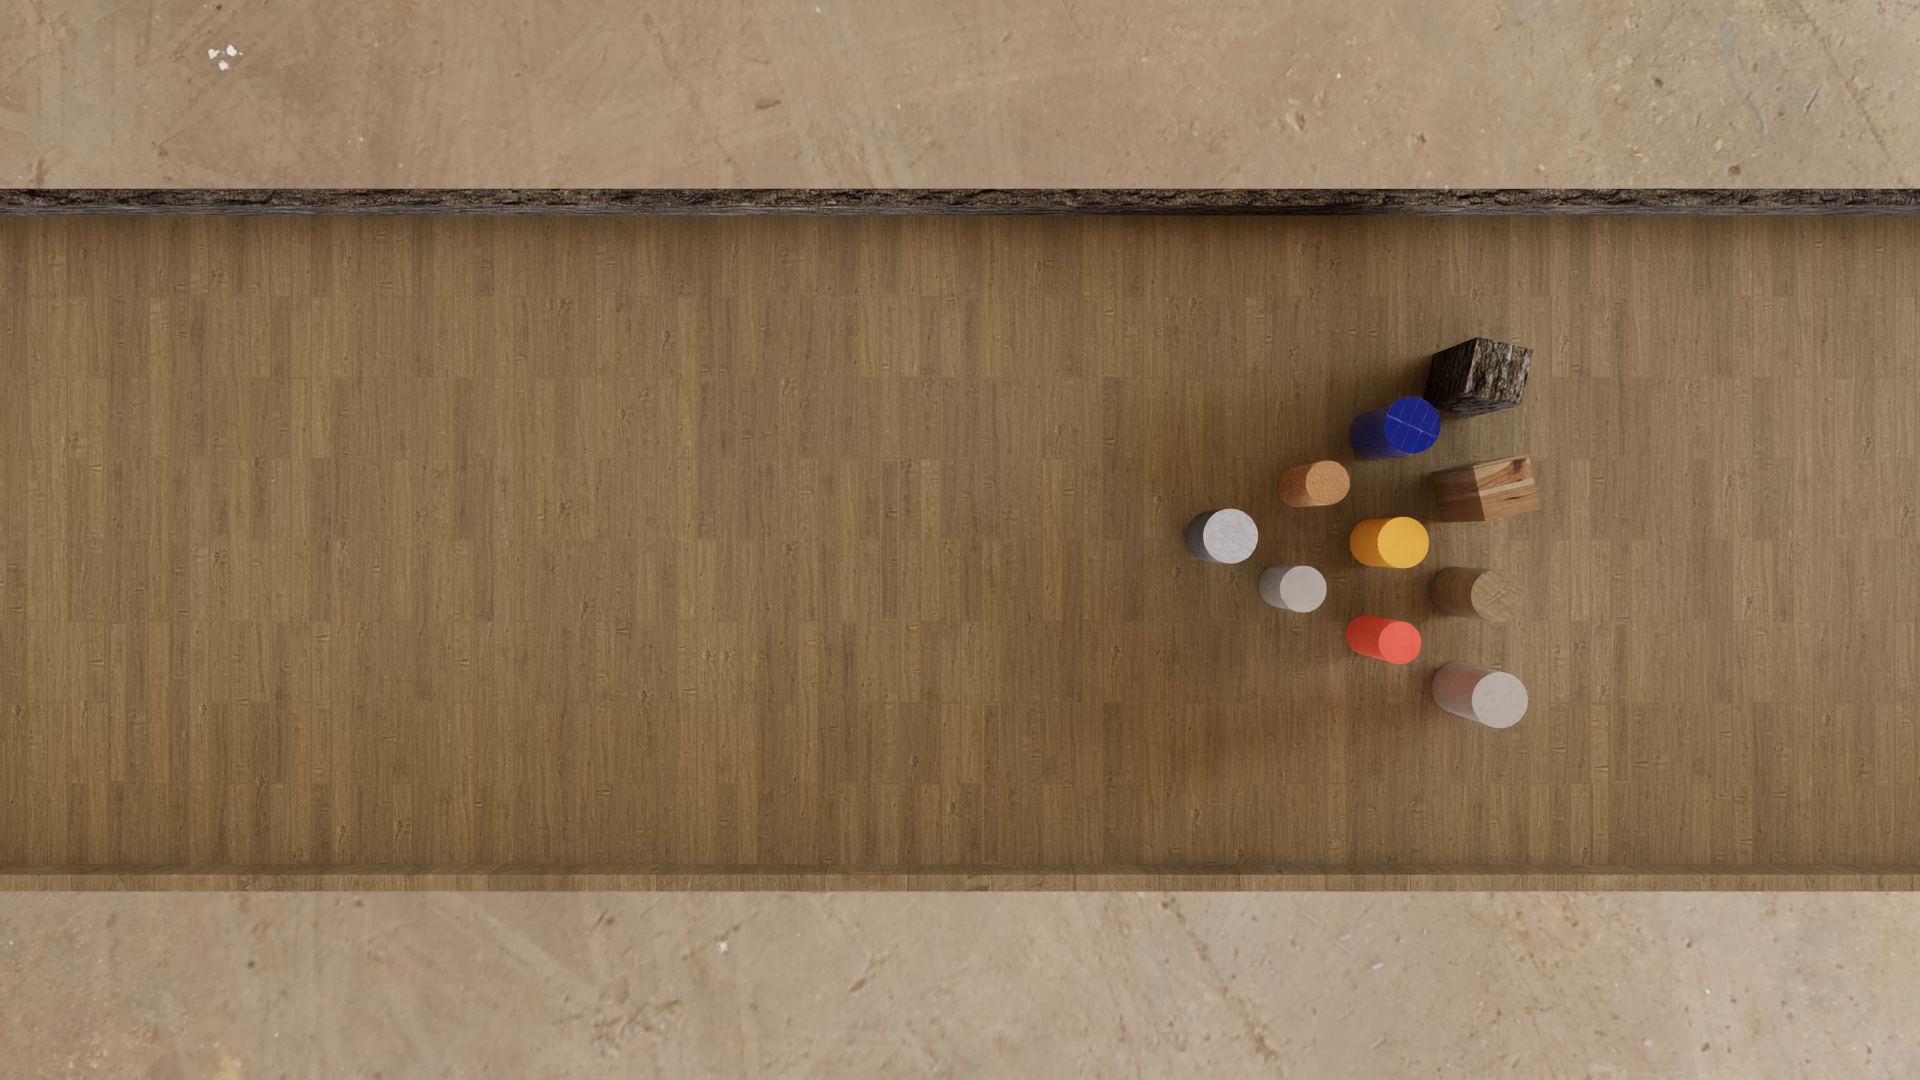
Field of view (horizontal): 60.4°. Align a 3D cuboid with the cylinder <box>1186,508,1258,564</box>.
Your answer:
[{"bbox_3d":[0.774,-0.011,4.897,0.157,0.359,0.157,0,90,0],"label":"cylinder"}]

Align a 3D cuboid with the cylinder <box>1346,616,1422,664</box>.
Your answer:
[{"bbox_3d":[1.248,0.292,4.878,0.122,0.397,0.122,0,90,0],"label":"cylinder"}]

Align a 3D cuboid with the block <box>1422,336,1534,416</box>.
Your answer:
[{"bbox_3d":[1.516,-0.475,4.857,0.161,0.440,0.161,13,90,0],"label":"block"}]

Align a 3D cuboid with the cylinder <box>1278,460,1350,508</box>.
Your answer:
[{"bbox_3d":[1.041,-0.162,4.873,0.125,0.406,0.125,0,90,0],"label":"cylinder"}]

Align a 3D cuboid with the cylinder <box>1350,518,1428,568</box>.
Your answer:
[{"bbox_3d":[1.273,0.007,4.905,0.148,0.343,0.148,0,90,0],"label":"cylinder"}]

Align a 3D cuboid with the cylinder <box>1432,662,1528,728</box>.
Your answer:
[{"bbox_3d":[1.532,0.454,4.878,0.159,0.397,0.159,0,90,0],"label":"cylinder"}]

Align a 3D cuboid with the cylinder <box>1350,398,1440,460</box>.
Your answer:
[{"bbox_3d":[1.279,-0.325,4.871,0.160,0.412,0.160,0,90,0],"label":"cylinder"}]

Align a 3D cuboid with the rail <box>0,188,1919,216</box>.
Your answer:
[{"bbox_3d":[-2.247,-1.025,5.002,12.000,0.150,0.050,0,90,0],"label":"rail"}]

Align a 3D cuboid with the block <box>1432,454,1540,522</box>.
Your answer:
[{"bbox_3d":[1.547,-0.149,4.871,0.160,0.411,0.160,-13,90,0],"label":"block"}]

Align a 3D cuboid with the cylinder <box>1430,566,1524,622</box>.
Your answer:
[{"bbox_3d":[1.520,0.157,4.871,0.151,0.411,0.151,0,90,0],"label":"cylinder"}]

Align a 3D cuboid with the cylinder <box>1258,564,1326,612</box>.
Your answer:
[{"bbox_3d":[0.986,0.141,4.907,0.135,0.339,0.135,0,90,0],"label":"cylinder"}]

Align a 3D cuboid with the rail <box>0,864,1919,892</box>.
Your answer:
[{"bbox_3d":[-2.247,1.025,5.001,12.000,0.150,0.050,0,90,0],"label":"rail"}]
